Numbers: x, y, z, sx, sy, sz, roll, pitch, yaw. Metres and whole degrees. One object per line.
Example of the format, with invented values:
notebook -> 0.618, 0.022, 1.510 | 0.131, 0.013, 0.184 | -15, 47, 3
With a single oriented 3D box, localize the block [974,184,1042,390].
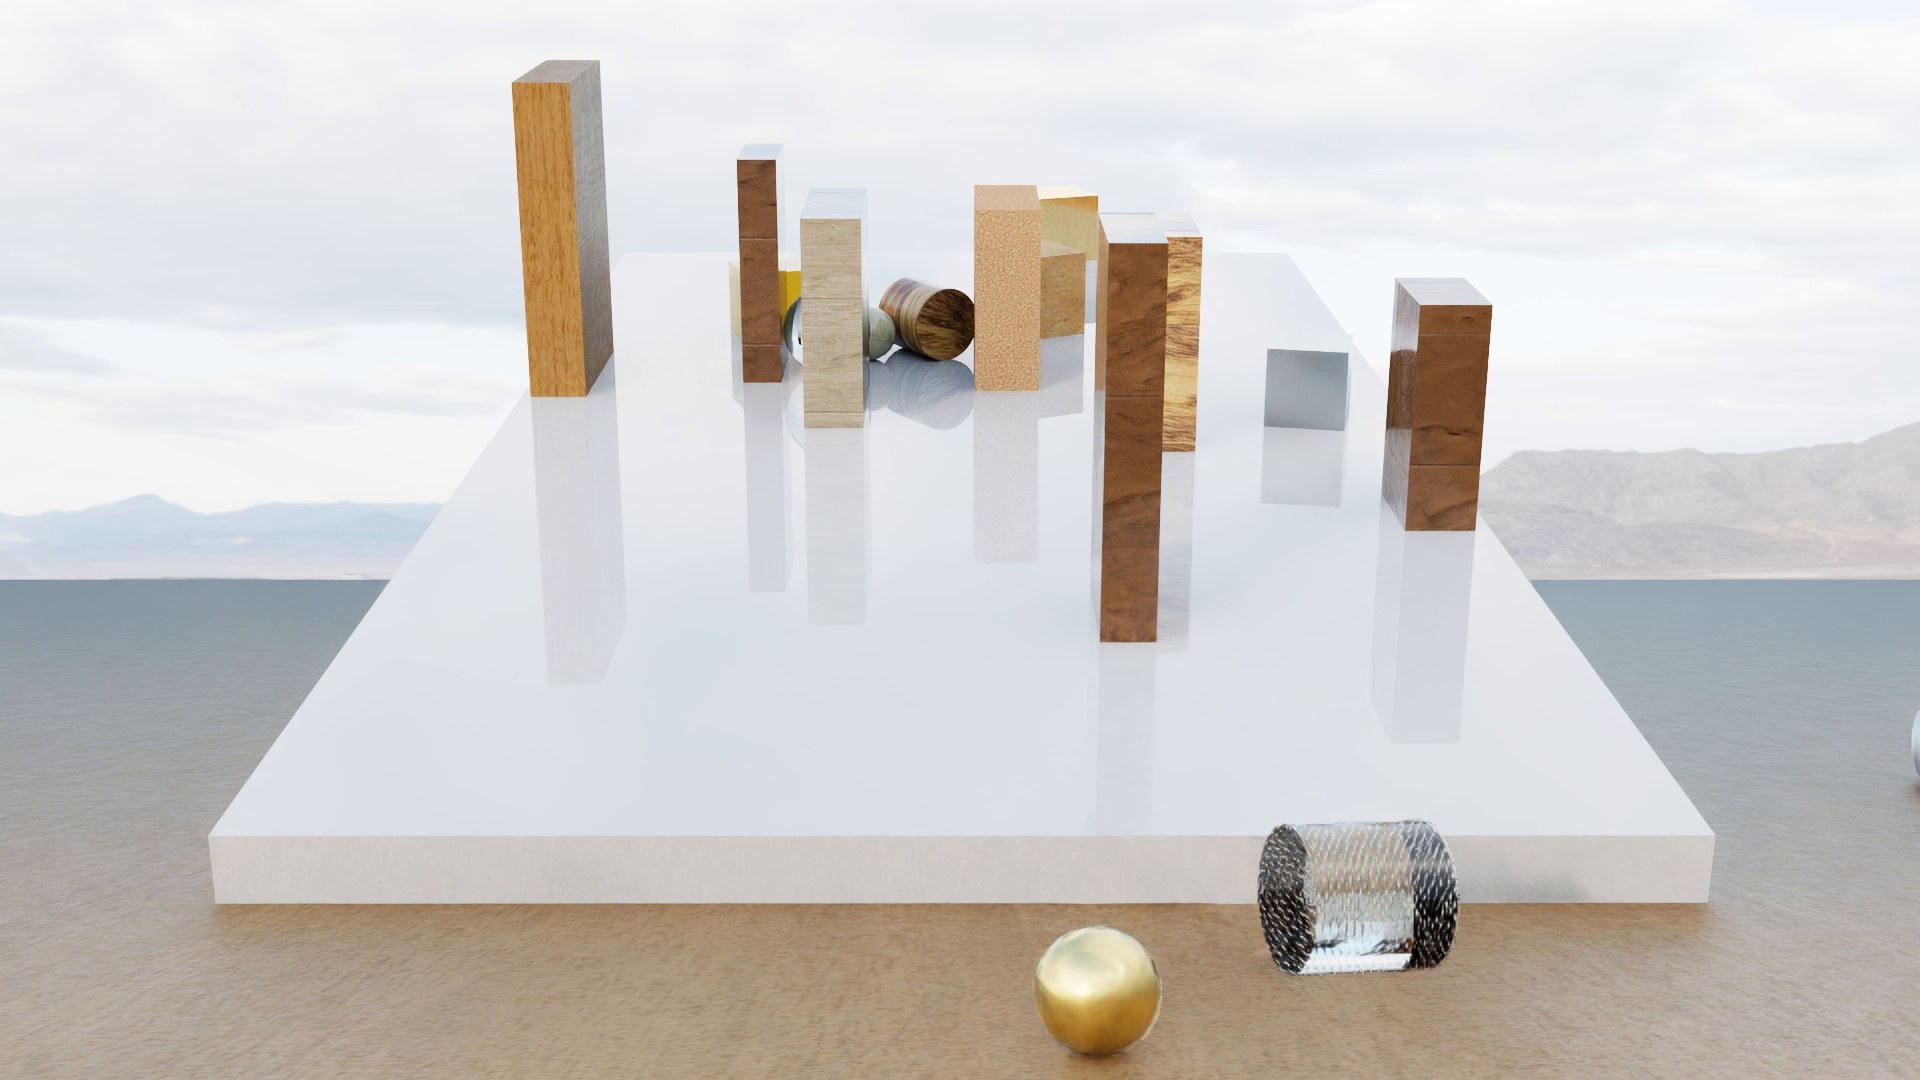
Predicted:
block -> 0.109, -0.599, 5.292 | 0.149, 0.422, 0.340 | 0, 18, 0

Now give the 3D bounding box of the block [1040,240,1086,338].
block -> 0.178, -0.643, 5.760 | 0.210, 0.210, 0.210 | -9, 21, -27

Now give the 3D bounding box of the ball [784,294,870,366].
ball -> -0.316, -0.499, 5.327 | 0.207, 0.207, 0.207 | 0, -1, 0

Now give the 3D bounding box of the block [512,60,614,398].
block -> -0.921, -0.735, 5.239 | 0.127, 0.711, 0.447 | 0, 18, 0

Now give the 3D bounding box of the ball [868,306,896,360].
ball -> -0.221, -0.505, 5.467 | 0.131, 0.131, 0.131 | 0, -1, 0

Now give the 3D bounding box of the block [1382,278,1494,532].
block -> 0.902, -0.260, 4.257 | 0.133, 0.432, 0.244 | 0, 18, 0

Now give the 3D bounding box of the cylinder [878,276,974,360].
cylinder -> -0.081, -0.546, 5.520 | 0.177, 0.177, 0.177 | 1, 15, -35

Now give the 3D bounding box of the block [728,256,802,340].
block -> -0.476, -0.610, 5.702 | 0.181, 0.181, 0.181 | -6, 19, -19

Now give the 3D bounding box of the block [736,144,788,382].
block -> -0.465, -0.656, 5.300 | 0.090, 0.523, 0.245 | 0, 18, 0

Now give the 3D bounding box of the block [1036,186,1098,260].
block -> 0.284, -0.942, 6.690 | 0.192, 0.192, 0.192 | -7, 20, -20

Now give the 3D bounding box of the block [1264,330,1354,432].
block -> 0.769, -0.352, 4.942 | 0.175, 0.175, 0.175 | 4, 19, 12

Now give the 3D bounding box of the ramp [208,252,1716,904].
ramp -> -0.004, -0.191, 4.888 | 2.000, 0.100, 4.000 | 0, 18, 0

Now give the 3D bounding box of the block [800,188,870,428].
block -> -0.275, -0.524, 5.002 | 0.129, 0.460, 0.394 | 0, 18, 0

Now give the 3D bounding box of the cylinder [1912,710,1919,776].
cylinder -> 2.120, 0.430, 4.723 | 0.165, 0.165, 0.165 | -1, -1, 44

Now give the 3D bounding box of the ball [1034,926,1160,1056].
ball -> 0.126, 0.415, 2.065 | 0.117, 0.117, 0.117 | 0, -1, 0

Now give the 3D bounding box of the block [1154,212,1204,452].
block -> 0.446, -0.446, 4.778 | 0.098, 0.456, 0.284 | 0, 18, 0

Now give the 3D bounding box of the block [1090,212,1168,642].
block -> 0.274, -0.187, 3.678 | 0.092, 0.657, 0.271 | 0, 18, 0
